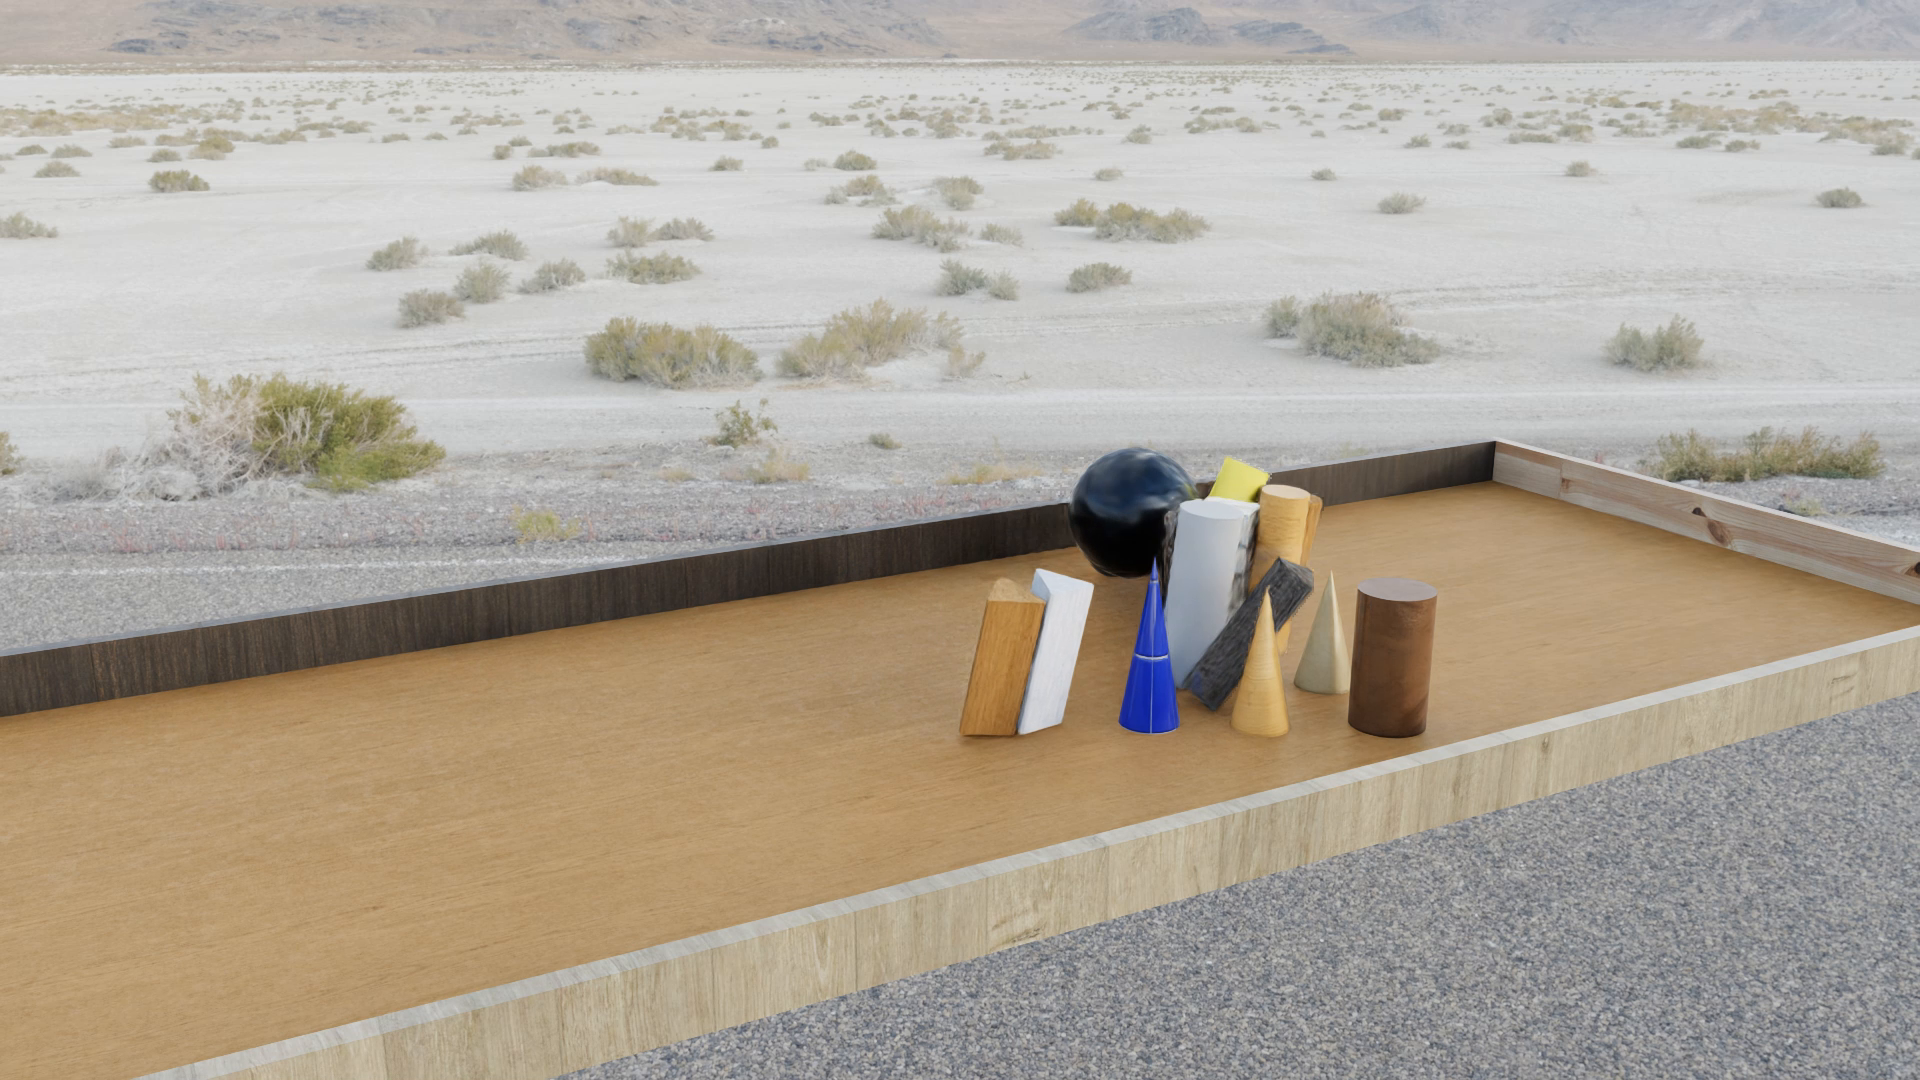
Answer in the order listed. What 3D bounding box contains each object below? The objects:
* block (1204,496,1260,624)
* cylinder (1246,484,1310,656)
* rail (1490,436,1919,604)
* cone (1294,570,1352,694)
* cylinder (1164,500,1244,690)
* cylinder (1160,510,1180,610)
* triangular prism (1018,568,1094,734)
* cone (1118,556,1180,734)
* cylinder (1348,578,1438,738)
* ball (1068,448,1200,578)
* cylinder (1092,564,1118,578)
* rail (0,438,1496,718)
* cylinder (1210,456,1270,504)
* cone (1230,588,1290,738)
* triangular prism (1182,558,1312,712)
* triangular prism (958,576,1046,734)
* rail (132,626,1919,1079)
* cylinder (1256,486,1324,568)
[{"bbox_3d":[0.692,0.089,4.368,0.148,0.372,0.148,11,17,22],"label":"block"},{"bbox_3d":[0.820,0.080,4.302,0.122,0.431,0.122,4,18,-1],"label":"cylinder"},{"bbox_3d":[2.466,-0.048,5.253,0.050,0.150,2.100,-9,18,-27],"label":"rail"},{"bbox_3d":[0.910,0.215,4.086,0.149,0.303,0.149,0,16,0],"label":"cone"},{"bbox_3d":[0.590,0.136,4.078,0.155,0.445,0.155,5,18,-2],"label":"cylinder"},{"bbox_3d":[0.580,0.119,4.272,0.127,0.376,0.127,3,15,-1],"label":"cylinder"},{"bbox_3d":[0.183,0.251,3.815,0.137,0.359,0.119,-10,30,-43],"label":"triangular prism"},{"bbox_3d":[0.446,0.234,3.834,0.145,0.409,0.145,0,16,0],"label":"cone"},{"bbox_3d":[1.006,0.272,3.840,0.180,0.333,0.180,0,16,0],"label":"cylinder"},{"bbox_3d":[0.499,-0.077,4.714,0.376,0.376,0.376,0,16,0],"label":"ball"},{"bbox_3d":[0.500,-0.025,5.049,0.128,0.128,0.305,6,36,19],"label":"cylinder"},{"bbox_3d":[-3.305,0.497,3.399,12.000,0.150,0.050,-9,18,-27],"label":"rail"},{"bbox_3d":[0.754,-0.038,4.765,0.135,0.385,0.135,23,6,-3],"label":"cylinder"},{"bbox_3d":[0.704,0.270,3.825,0.141,0.344,0.141,0,16,0],"label":"cone"},{"bbox_3d":[0.698,0.224,3.921,0.106,0.400,0.092,45,27,24],"label":"triangular prism"},{"bbox_3d":[0.079,0.265,3.780,0.138,0.348,0.119,3,25,-18],"label":"triangular prism"},{"bbox_3d":[-2.336,1.006,1.665,12.000,0.150,0.050,-9,18,-27],"label":"rail"},{"bbox_3d":[0.910,0.016,4.702,0.178,0.307,0.178,11,13,-3],"label":"cylinder"}]
